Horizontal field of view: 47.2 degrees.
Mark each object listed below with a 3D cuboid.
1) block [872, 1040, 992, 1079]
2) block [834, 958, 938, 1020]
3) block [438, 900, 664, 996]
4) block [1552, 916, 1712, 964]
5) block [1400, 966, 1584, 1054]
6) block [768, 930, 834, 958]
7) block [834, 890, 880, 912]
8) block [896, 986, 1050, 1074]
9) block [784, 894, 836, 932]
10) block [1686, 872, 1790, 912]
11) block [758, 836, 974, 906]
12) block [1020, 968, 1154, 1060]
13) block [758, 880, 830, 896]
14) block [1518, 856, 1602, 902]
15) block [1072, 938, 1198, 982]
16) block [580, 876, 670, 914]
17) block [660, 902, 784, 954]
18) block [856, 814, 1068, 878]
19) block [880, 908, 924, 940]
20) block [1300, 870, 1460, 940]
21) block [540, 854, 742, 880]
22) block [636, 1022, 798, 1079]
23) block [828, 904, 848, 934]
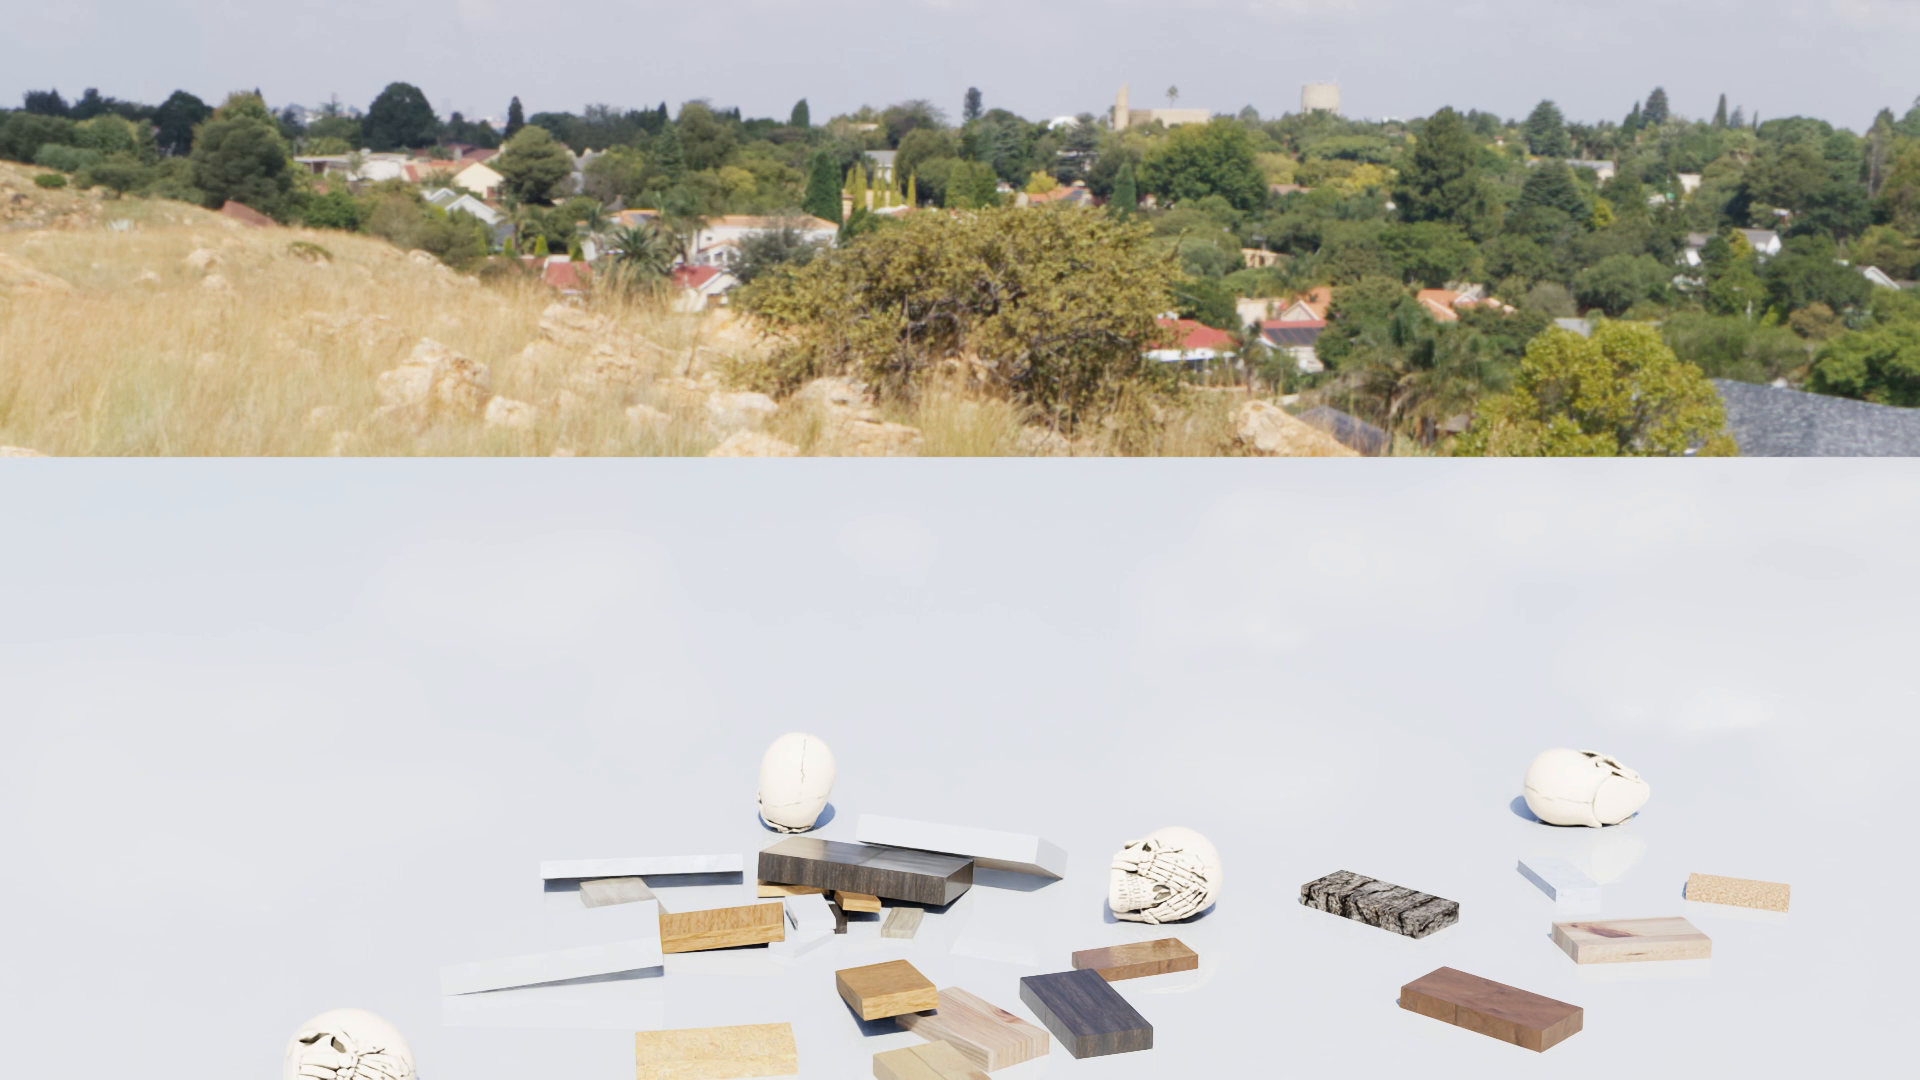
[{"bbox_3d":[0.035,0.740,2.779,0.107,0.030,0.466,-5,12,-26],"label":"block"},{"bbox_3d":[-0.107,0.645,3.162,0.107,0.030,0.213,-7,1,-13],"label":"block"},{"bbox_3d":[-0.616,0.615,3.330,0.324,0.046,0.162,-7,11,-8],"label":"block"},{"bbox_3d":[1.042,0.621,3.418,0.213,0.030,0.107,-1,11,-7],"label":"block"},{"bbox_3d":[0.760,0.670,3.149,0.229,0.032,0.114,10,15,44],"label":"block"},{"bbox_3d":[-0.247,0.626,3.433,0.050,0.014,0.101,7,13,34],"label":"block"},{"bbox_3d":[-0.167,0.584,3.569,0.060,0.017,0.120,6,-2,-10],"label":"block"},{"bbox_3d":[0.016,0.684,3.081,0.107,0.030,0.214,-8,13,-37],"label":"block"},{"bbox_3d":[-0.240,0.595,3.516,0.060,0.017,0.120,-3,11,-14],"label":"block"},{"bbox_3d":[1.289,0.583,3.643,0.158,0.022,0.079,4,11,22],"label":"block"},{"bbox_3d":[-0.156,0.550,3.668,0.324,0.046,0.162,5,4,16],"label":"block"},{"bbox_3d":[0.178,0.673,3.134,0.114,0.032,0.229,-3,11,-18],"label":"block"},{"bbox_3d":[-0.279,0.578,3.677,0.120,0.017,0.060,-1,7,-5],"label":"block"},{"bbox_3d":[1.009,0.572,3.706,0.079,0.022,0.158,-2,11,-9],"label":"block"},{"bbox_3d":[0.266,0.639,3.343,0.175,0.022,0.079,-4,11,-20],"label":"block"},{"bbox_3d":[-0.546,0.594,3.571,0.099,0.028,0.197,-4,11,-22],"label":"block"},{"bbox_3d":[-0.375,0.608,3.451,0.197,0.028,0.099,-6,11,-4],"label":"block"},{"bbox_3d":[0.003,0.520,3.736,0.324,0.046,0.162,4,-15,22],"label":"block"},{"bbox_3d":[-0.092,0.612,3.513,0.050,0.014,0.101,2,11,9],"label":"block"},{"bbox_3d":[0.681,0.591,3.575,0.114,0.032,0.229,-10,15,-44],"label":"block"},{"bbox_3d":[-0.534,0.552,3.707,0.334,0.028,0.099,-1,-11,-7],"label":"block"},{"bbox_3d":[-0.333,0.699,2.998,0.214,0.030,0.107,-2,11,-9],"label":"block"},{"bbox_3d":[-0.205,0.608,3.532,0.050,0.014,0.101,0,11,-2],"label":"block"}]
